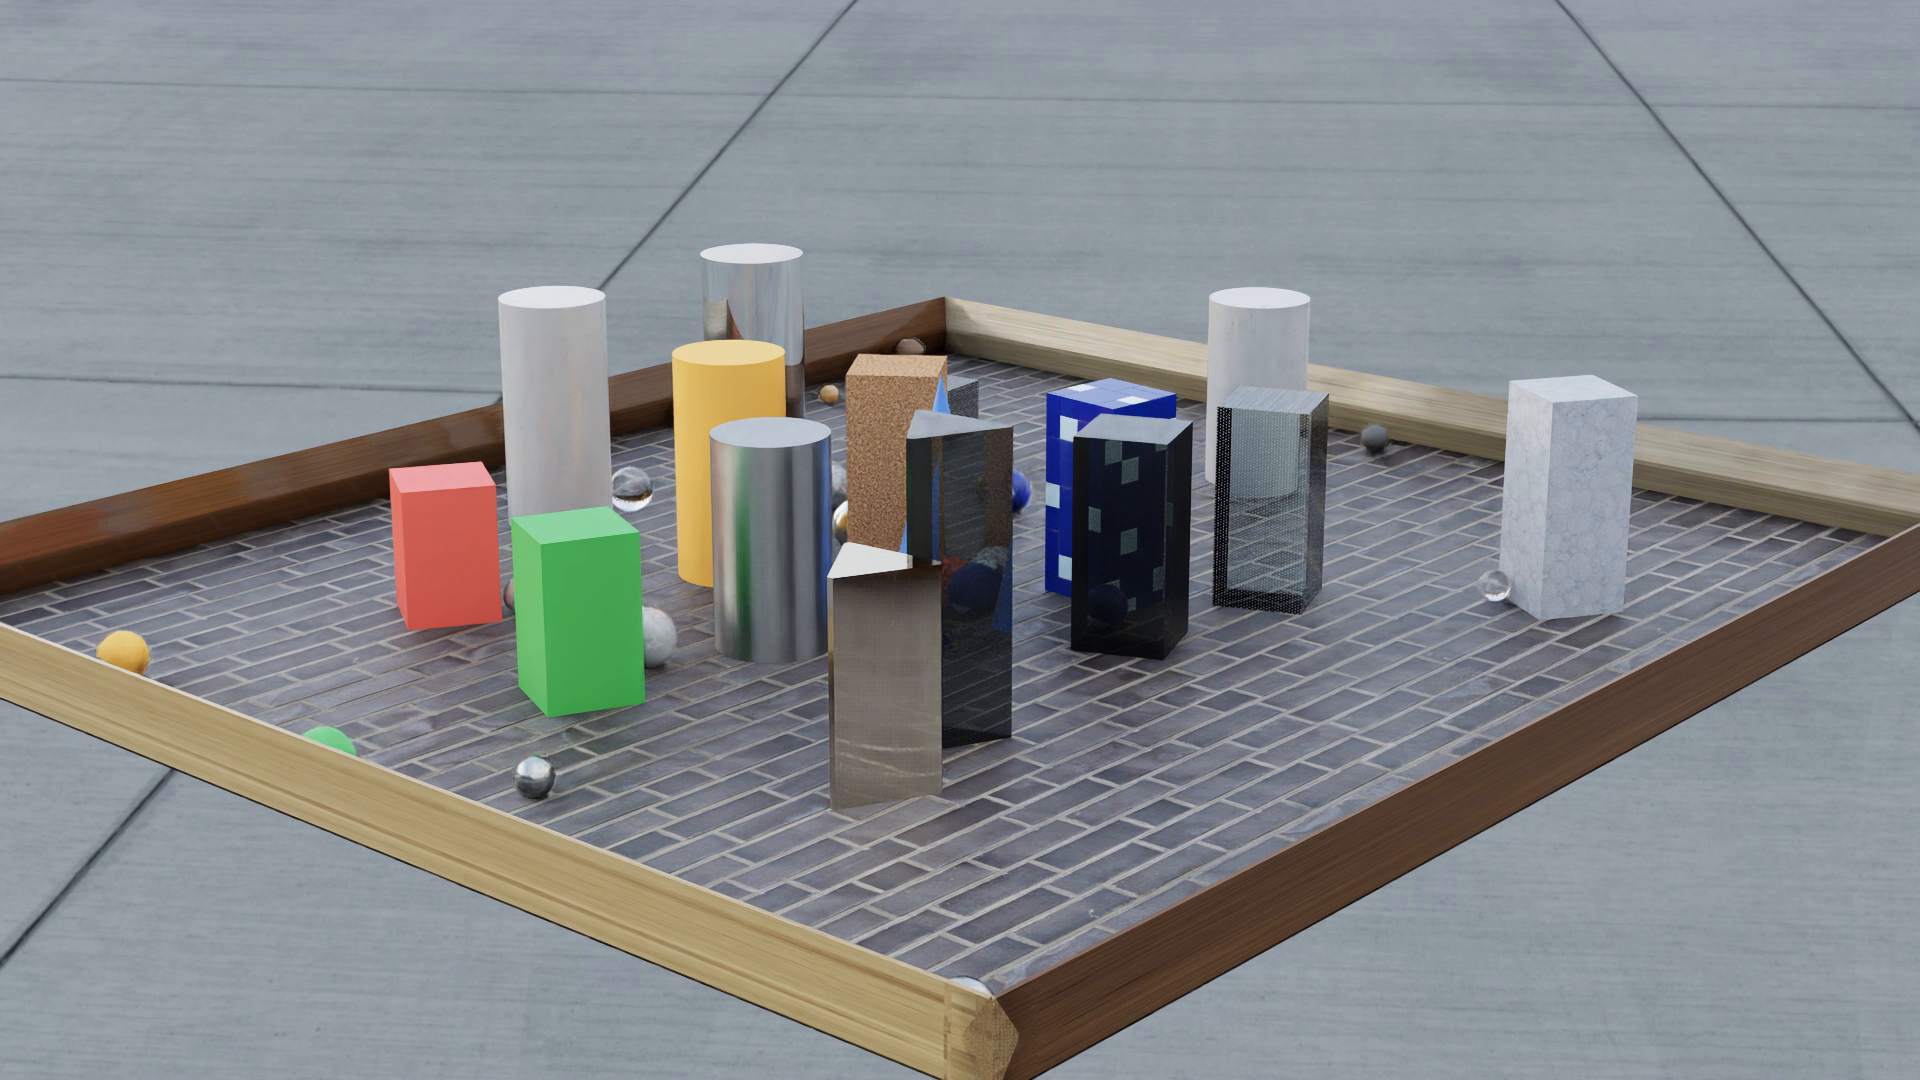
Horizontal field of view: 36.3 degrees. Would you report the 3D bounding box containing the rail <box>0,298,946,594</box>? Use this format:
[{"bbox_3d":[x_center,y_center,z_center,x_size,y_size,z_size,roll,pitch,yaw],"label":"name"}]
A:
[{"bbox_3d":[-0.937,-0.202,5.899,0.045,0.129,2.800,14,22,39],"label":"rail"}]

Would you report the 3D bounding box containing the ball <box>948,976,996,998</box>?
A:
[{"bbox_3d":[0.004,0.557,3.456,0.086,0.086,0.086,0,17,0],"label":"ball"}]

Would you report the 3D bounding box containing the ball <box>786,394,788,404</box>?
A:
[{"bbox_3d":[-0.396,-0.310,6.409,0.042,0.042,0.042,0,17,0],"label":"ball"}]

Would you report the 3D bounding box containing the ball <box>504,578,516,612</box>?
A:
[{"bbox_3d":[-0.750,0.094,5.028,0.066,0.066,0.066,0,17,0],"label":"ball"}]

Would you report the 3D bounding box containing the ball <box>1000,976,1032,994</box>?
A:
[{"bbox_3d":[0.080,0.556,3.480,0.075,0.075,0.075,0,17,0],"label":"ball"}]

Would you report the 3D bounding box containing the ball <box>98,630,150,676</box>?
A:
[{"bbox_3d":[-1.339,0.186,4.696,0.081,0.081,0.081,0,17,0],"label":"ball"}]

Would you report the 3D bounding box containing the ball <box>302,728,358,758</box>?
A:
[{"bbox_3d":[-0.919,0.318,4.230,0.096,0.096,0.096,0,17,0],"label":"ball"}]

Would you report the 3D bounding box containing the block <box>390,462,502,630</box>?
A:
[{"bbox_3d":[-0.879,0.009,5.007,0.158,0.241,0.158,-5,18,-17],"label":"block"}]

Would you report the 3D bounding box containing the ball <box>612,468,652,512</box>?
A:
[{"bbox_3d":[-0.632,-0.097,5.625,0.086,0.086,0.086,0,17,0],"label":"ball"}]

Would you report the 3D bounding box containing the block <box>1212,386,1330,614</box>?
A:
[{"bbox_3d":[0.537,-0.070,5.073,0.158,0.354,0.158,6,18,18],"label":"block"}]

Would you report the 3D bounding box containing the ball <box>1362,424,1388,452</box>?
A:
[{"bbox_3d":[0.856,-0.209,6.050,0.057,0.057,0.057,0,17,0],"label":"ball"}]

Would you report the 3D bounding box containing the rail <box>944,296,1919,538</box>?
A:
[{"bbox_3d":[0.902,-0.268,6.115,2.528,0.129,0.045,14,22,39],"label":"rail"}]

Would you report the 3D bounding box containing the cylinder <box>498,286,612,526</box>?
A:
[{"bbox_3d":[-0.759,-0.245,5.514,0.198,0.433,0.198,0,17,0],"label":"cylinder"}]

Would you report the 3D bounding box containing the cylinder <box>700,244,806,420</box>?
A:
[{"bbox_3d":[-0.402,-0.329,5.730,0.198,0.470,0.198,0,17,0],"label":"cylinder"}]

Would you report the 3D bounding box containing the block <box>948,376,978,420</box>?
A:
[{"bbox_3d":[-0.075,-0.175,5.587,0.158,0.257,0.158,11,20,33],"label":"block"}]

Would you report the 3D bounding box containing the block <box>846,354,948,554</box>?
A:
[{"bbox_3d":[-0.110,-0.119,5.173,0.158,0.389,0.158,2,17,6],"label":"block"}]

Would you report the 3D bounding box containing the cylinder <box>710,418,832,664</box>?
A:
[{"bbox_3d":[-0.309,-0.001,4.827,0.198,0.364,0.198,0,17,0],"label":"cylinder"}]

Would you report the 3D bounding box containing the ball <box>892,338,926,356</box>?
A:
[{"bbox_3d":[-0.117,-0.425,6.736,0.074,0.074,0.074,0,17,0],"label":"ball"}]

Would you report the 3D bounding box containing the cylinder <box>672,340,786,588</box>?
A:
[{"bbox_3d":[-0.407,-0.137,5.209,0.198,0.403,0.198,0,17,0],"label":"cylinder"}]

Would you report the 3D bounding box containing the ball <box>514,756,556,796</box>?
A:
[{"bbox_3d":[-0.612,0.340,4.222,0.059,0.059,0.059,0,17,0],"label":"ball"}]

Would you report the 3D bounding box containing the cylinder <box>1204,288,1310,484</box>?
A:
[{"bbox_3d":[0.589,-0.301,5.816,0.198,0.367,0.198,0,17,0],"label":"cylinder"}]

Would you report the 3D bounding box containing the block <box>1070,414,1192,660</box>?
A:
[{"bbox_3d":[0.284,-0.007,4.843,0.158,0.366,0.158,6,18,18],"label":"block"}]

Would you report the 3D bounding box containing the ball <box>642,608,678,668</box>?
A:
[{"bbox_3d":[-0.508,0.158,4.760,0.098,0.098,0.098,0,17,0],"label":"ball"}]

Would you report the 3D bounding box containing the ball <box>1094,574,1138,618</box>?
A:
[{"bbox_3d":[0.267,0.095,5.008,0.076,0.076,0.076,0,17,0],"label":"ball"}]

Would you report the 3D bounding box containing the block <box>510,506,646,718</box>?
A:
[{"bbox_3d":[-0.599,0.111,4.601,0.158,0.280,0.158,-8,18,-24],"label":"block"}]

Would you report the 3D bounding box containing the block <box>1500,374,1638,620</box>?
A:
[{"bbox_3d":[1.042,-0.075,5.039,0.158,0.382,0.158,-5,17,-16],"label":"block"}]

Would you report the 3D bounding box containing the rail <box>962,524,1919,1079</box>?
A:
[{"bbox_3d":[0.937,0.267,4.341,0.045,0.129,2.800,14,22,39],"label":"rail"}]

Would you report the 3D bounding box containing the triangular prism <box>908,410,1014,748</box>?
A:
[{"bbox_3d":[-0.030,0.057,4.421,0.171,0.487,0.148,-8,18,-25],"label":"triangular prism"}]

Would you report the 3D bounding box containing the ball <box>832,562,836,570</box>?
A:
[{"bbox_3d":[-0.253,0.059,5.126,0.075,0.075,0.075,0,17,0],"label":"ball"}]

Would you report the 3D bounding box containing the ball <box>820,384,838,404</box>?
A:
[{"bbox_3d":[-0.287,-0.320,6.442,0.042,0.042,0.042,0,17,0],"label":"ball"}]

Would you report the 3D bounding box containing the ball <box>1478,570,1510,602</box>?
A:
[{"bbox_3d":[0.929,0.080,5.095,0.054,0.054,0.054,0,17,0],"label":"ball"}]

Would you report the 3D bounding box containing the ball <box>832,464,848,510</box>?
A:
[{"bbox_3d":[-0.247,-0.101,5.638,0.087,0.087,0.087,0,17,0],"label":"ball"}]

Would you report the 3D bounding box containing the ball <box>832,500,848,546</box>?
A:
[{"bbox_3d":[-0.189,-0.029,5.383,0.095,0.095,0.095,0,17,0],"label":"ball"}]

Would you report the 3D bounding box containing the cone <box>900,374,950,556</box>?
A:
[{"bbox_3d":[-0.032,-0.071,4.939,0.198,0.432,0.198,0,17,0],"label":"cone"}]

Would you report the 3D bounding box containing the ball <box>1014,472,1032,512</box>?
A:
[{"bbox_3d":[0.098,-0.093,5.626,0.079,0.079,0.079,0,17,0],"label":"ball"}]

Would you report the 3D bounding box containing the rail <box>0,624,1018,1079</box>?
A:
[{"bbox_3d":[-0.902,0.332,4.125,2.528,0.129,0.045,14,22,39],"label":"rail"}]

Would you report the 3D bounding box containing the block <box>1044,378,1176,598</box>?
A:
[{"bbox_3d":[0.261,-0.083,5.110,0.158,0.356,0.158,-15,23,-41],"label":"block"}]

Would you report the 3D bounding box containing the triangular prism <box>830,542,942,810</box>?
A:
[{"bbox_3d":[-0.133,0.189,4.226,0.171,0.346,0.148,-7,18,-23],"label":"triangular prism"}]
